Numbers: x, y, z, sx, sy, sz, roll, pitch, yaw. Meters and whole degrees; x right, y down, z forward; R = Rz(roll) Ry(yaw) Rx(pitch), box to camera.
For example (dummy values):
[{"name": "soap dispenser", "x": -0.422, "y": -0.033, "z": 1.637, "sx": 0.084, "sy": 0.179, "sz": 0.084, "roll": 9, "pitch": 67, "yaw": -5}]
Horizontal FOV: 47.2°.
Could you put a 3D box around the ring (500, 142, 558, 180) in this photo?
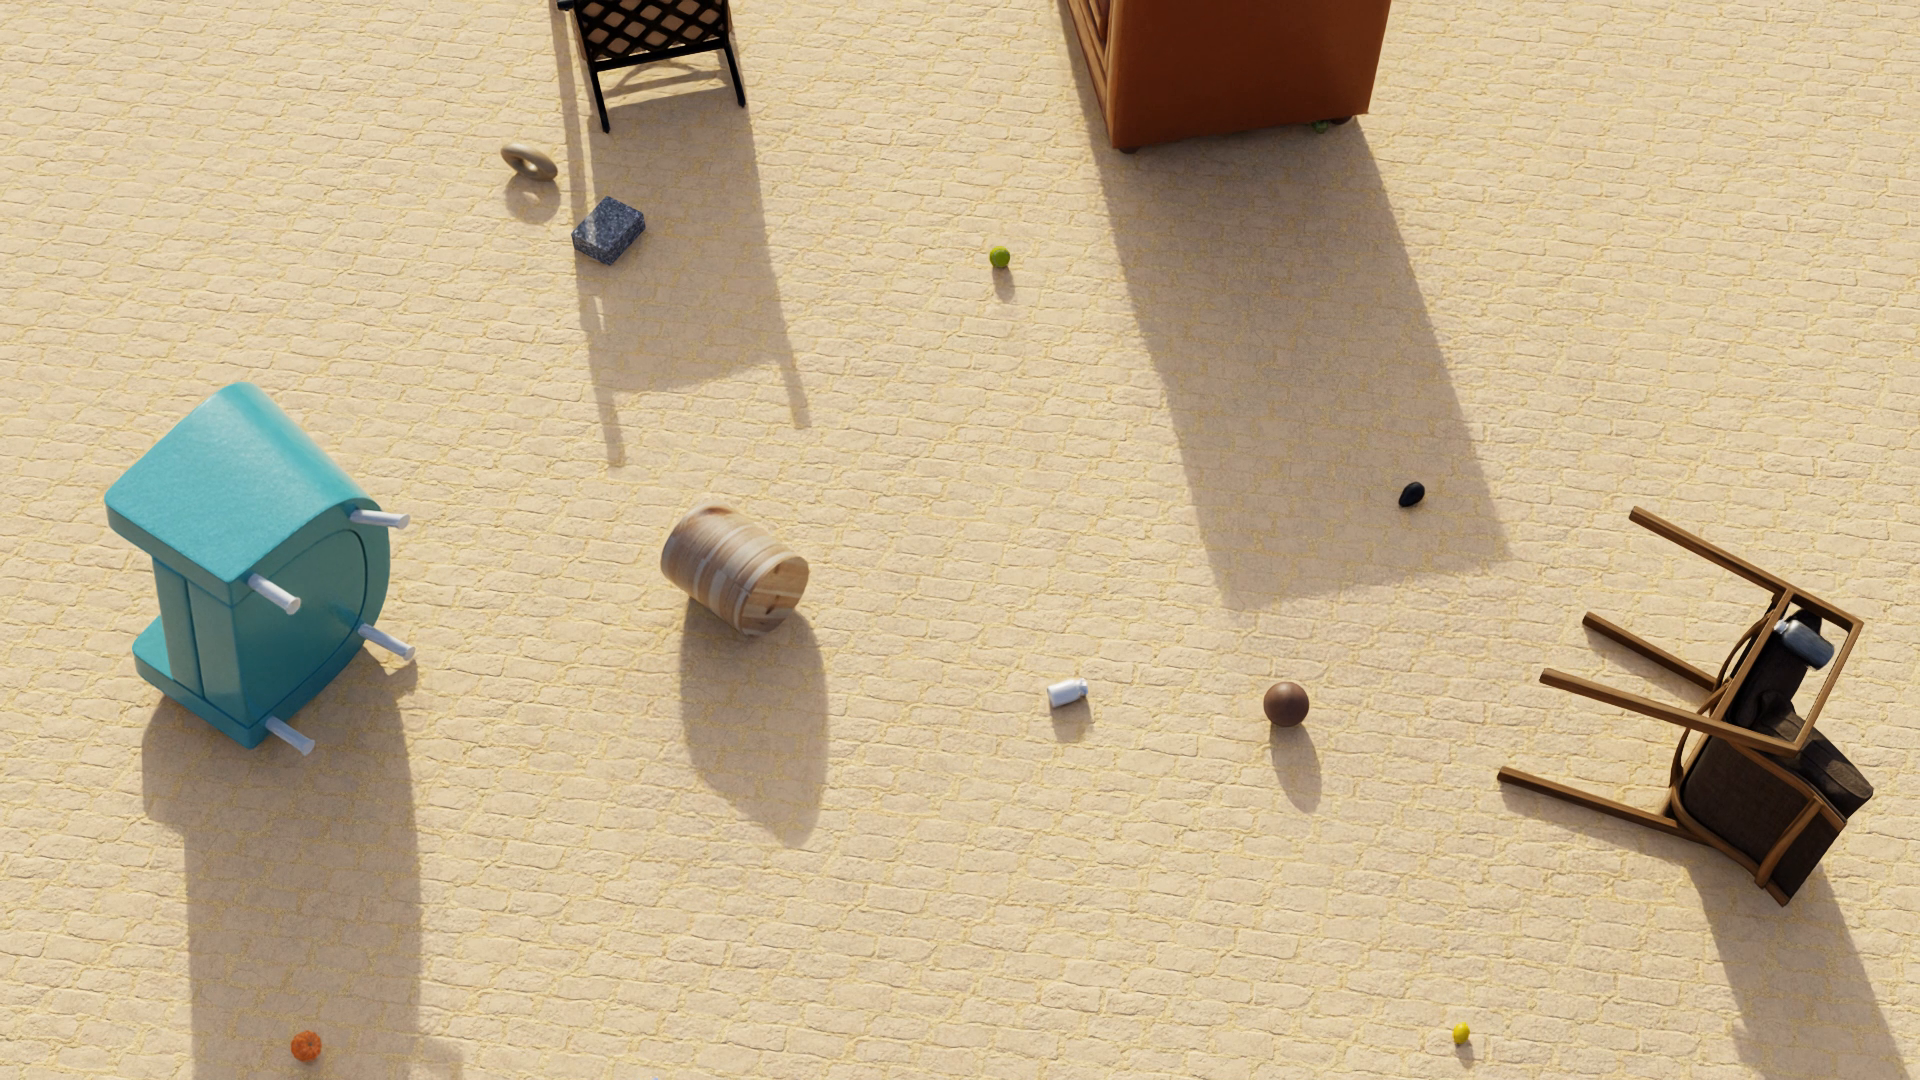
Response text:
[{"name": "ring", "x": -1.443, "y": -1.267, "z": 7.365, "sx": 0.213, "sy": 0.101, "sz": 0.061, "roll": 26, "pitch": 48, "yaw": 5}]

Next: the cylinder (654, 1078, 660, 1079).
[{"name": "cylinder", "x": -0.785, "y": 1.403, "z": 5.600, "sx": 0.053, "sy": 0.050, "sz": 0.062, "roll": -18, "pitch": 24, "yaw": -12}]

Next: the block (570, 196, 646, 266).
[{"name": "block", "x": -1.152, "y": -1.014, "z": 7.210, "sx": 0.147, "sy": 0.074, "sz": 0.196, "roll": 27, "pitch": 60, "yaw": 17}]

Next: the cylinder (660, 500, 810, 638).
[{"name": "cylinder", "x": -0.647, "y": 0.082, "z": 6.338, "sx": 0.312, "sy": 0.314, "sz": 0.273, "roll": 34, "pitch": 97, "yaw": 21}]
